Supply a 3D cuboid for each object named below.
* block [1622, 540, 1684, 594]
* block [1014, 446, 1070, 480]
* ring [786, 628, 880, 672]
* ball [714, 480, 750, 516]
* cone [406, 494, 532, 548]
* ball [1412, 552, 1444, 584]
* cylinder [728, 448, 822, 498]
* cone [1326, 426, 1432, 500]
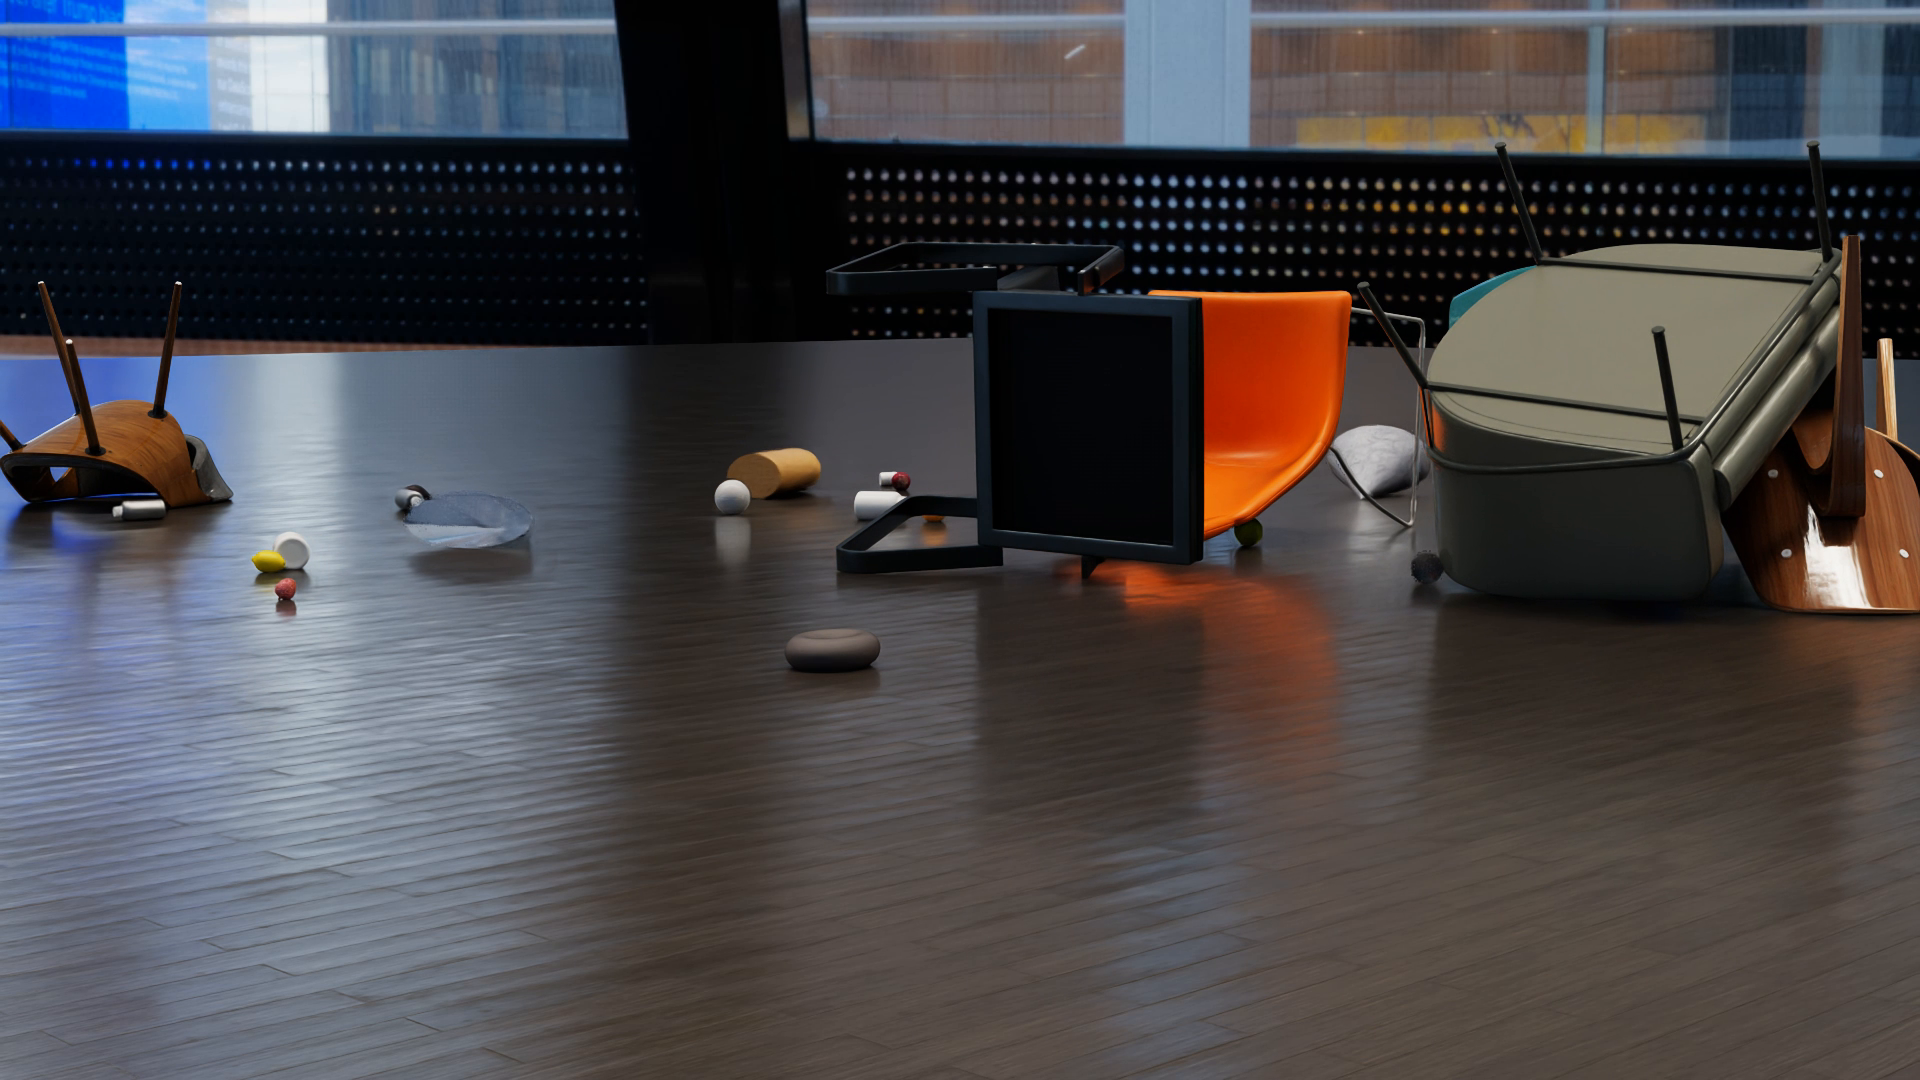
[{"bbox_3d":[1.462,0.056,5.413,0.068,0.094,0.148,-1,6,-9],"label":"block"},{"bbox_3d":[0.270,-0.249,8.364,0.143,0.096,0.181,2,6,16],"label":"block"},{"bbox_3d":[-0.216,0.186,4.345,0.155,0.055,0.184,1,7,26],"label":"ring"},{"bbox_3d":[-0.627,-0.117,7.070,0.099,0.099,0.099,0,6,0],"label":"ball"},{"bbox_3d":[-1.149,-0.031,6.387,0.333,0.134,0.347,0,-5,14],"label":"cone"},{"bbox_3d":[1.001,0.060,5.497,0.067,0.067,0.067,0,6,0],"label":"ball"},{"bbox_3d":[-0.557,-0.201,7.716,0.173,0.133,0.290,1,6,21],"label":"cylinder"},{"bbox_3d":[1.223,-0.181,7.647,0.331,0.244,0.212,-5,33,30],"label":"cone"}]
